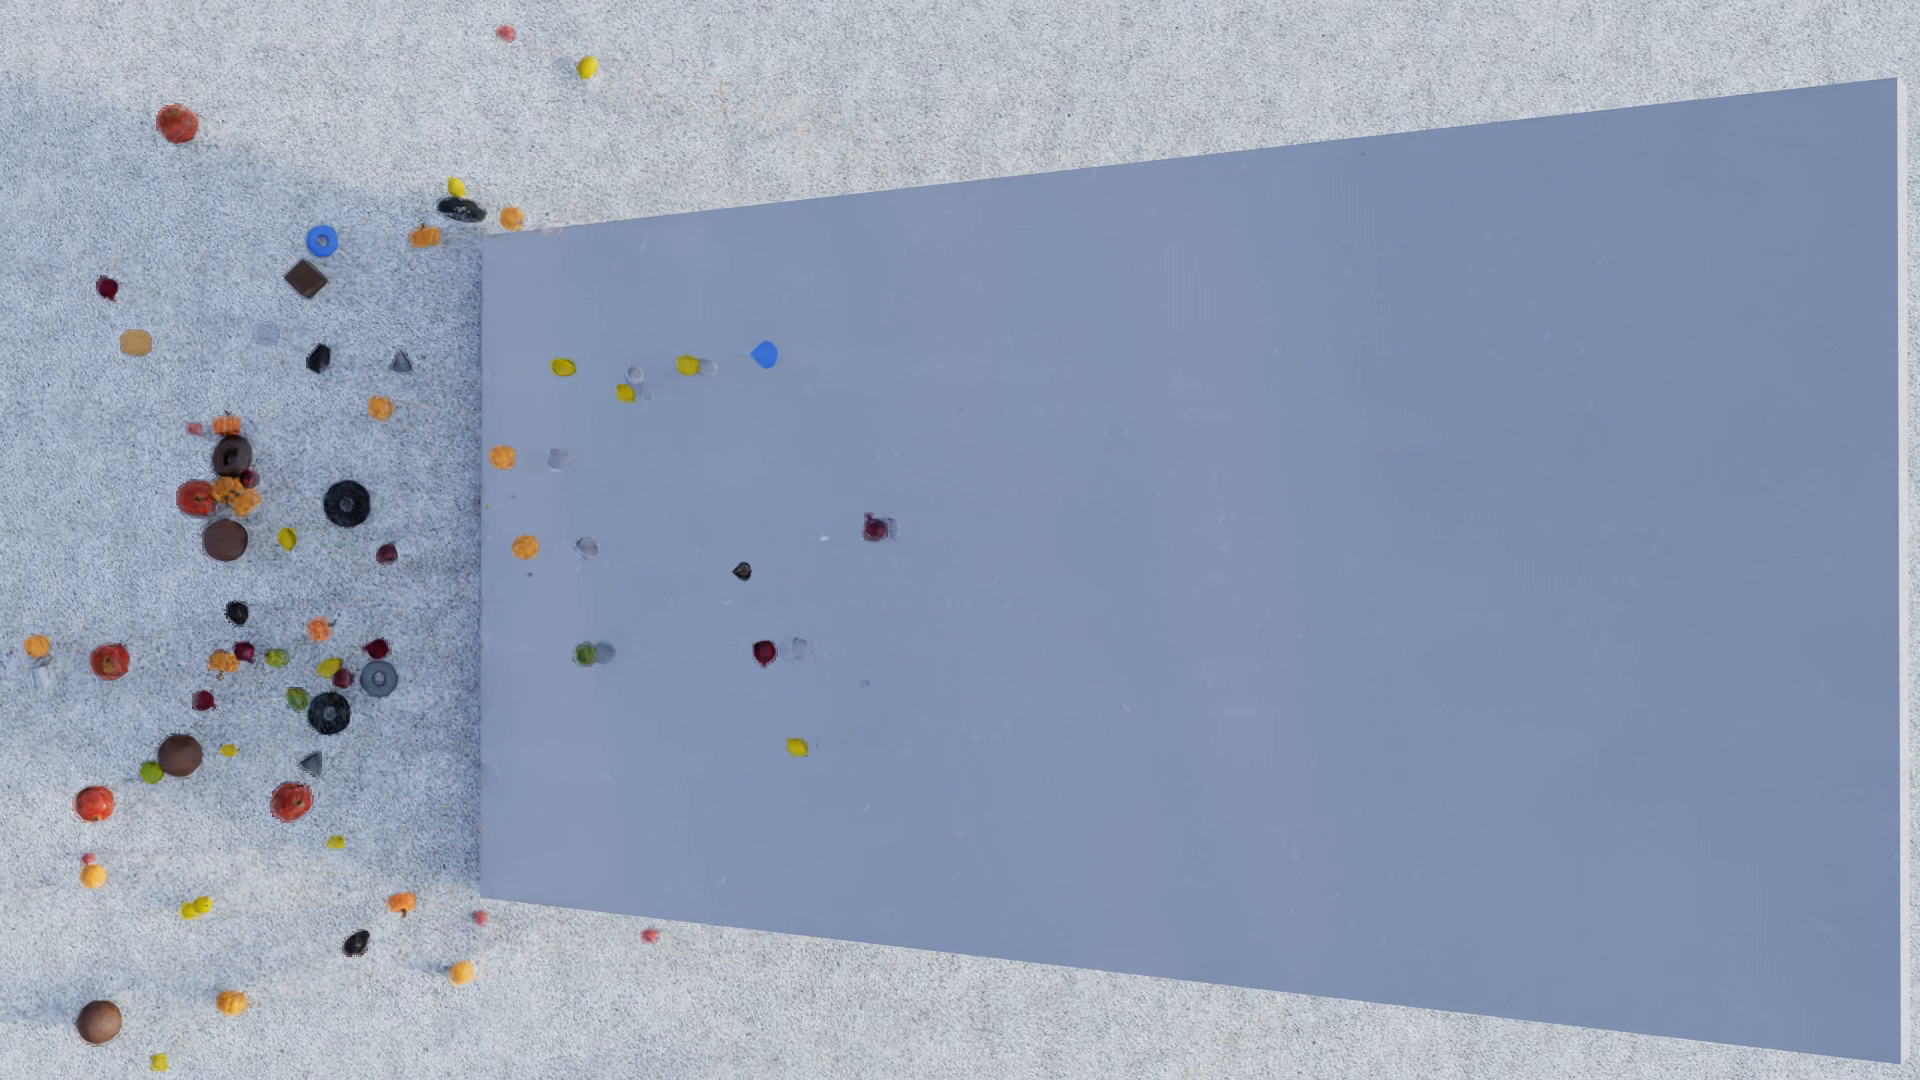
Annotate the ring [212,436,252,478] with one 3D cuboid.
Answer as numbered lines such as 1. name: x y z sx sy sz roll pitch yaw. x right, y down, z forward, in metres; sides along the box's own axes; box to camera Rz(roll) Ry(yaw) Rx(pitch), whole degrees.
1. ring: -2.212 -0.253 6.686 0.137 0.046 0.137 -7 72 22

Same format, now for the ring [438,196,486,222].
1. ring: -1.509 -1.001 6.664 0.147 0.147 0.049 10 83 0

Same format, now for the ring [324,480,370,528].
1. ring: -1.868 -0.109 6.703 0.143 0.048 0.143 0 90 1

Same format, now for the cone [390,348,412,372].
1. cone: -1.694 -0.550 6.668 0.067 0.067 0.067 5 113 0

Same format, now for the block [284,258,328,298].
1. block: -1.989 -0.794 6.693 0.080 0.080 0.080 -44 90 0

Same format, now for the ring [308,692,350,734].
1. ring: -1.921 0.529 6.700 0.131 0.044 0.131 0 88 3

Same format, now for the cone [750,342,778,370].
1. cone: -0.552 -0.508 6.016 0.077 0.077 0.077 0 89 33

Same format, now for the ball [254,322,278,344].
1. ball: -2.115 -0.630 6.698 0.067 0.067 0.067 0 90 0

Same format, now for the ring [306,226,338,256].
1. ring: -1.947 -0.914 6.718 0.097 0.032 0.097 0 90 -1

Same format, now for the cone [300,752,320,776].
1. cone: -1.957 0.690 6.666 0.067 0.067 0.067 -27 103 0

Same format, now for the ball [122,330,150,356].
1. ball: -2.508 -0.599 6.691 0.081 0.081 0.081 0 90 0

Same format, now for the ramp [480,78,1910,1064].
1. ramp: 0.255 0.070 5.590 4.000 0.100 2.000 0 89 33

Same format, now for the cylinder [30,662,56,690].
1. cylinder: -2.785 0.414 6.676 0.066 0.066 0.066 -3 108 0

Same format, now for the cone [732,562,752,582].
1. cone: -0.612 0.088 6.065 0.053 0.053 0.053 0 89 33

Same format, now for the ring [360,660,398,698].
1. ring: -1.771 0.424 6.704 0.114 0.038 0.114 0 89 1
